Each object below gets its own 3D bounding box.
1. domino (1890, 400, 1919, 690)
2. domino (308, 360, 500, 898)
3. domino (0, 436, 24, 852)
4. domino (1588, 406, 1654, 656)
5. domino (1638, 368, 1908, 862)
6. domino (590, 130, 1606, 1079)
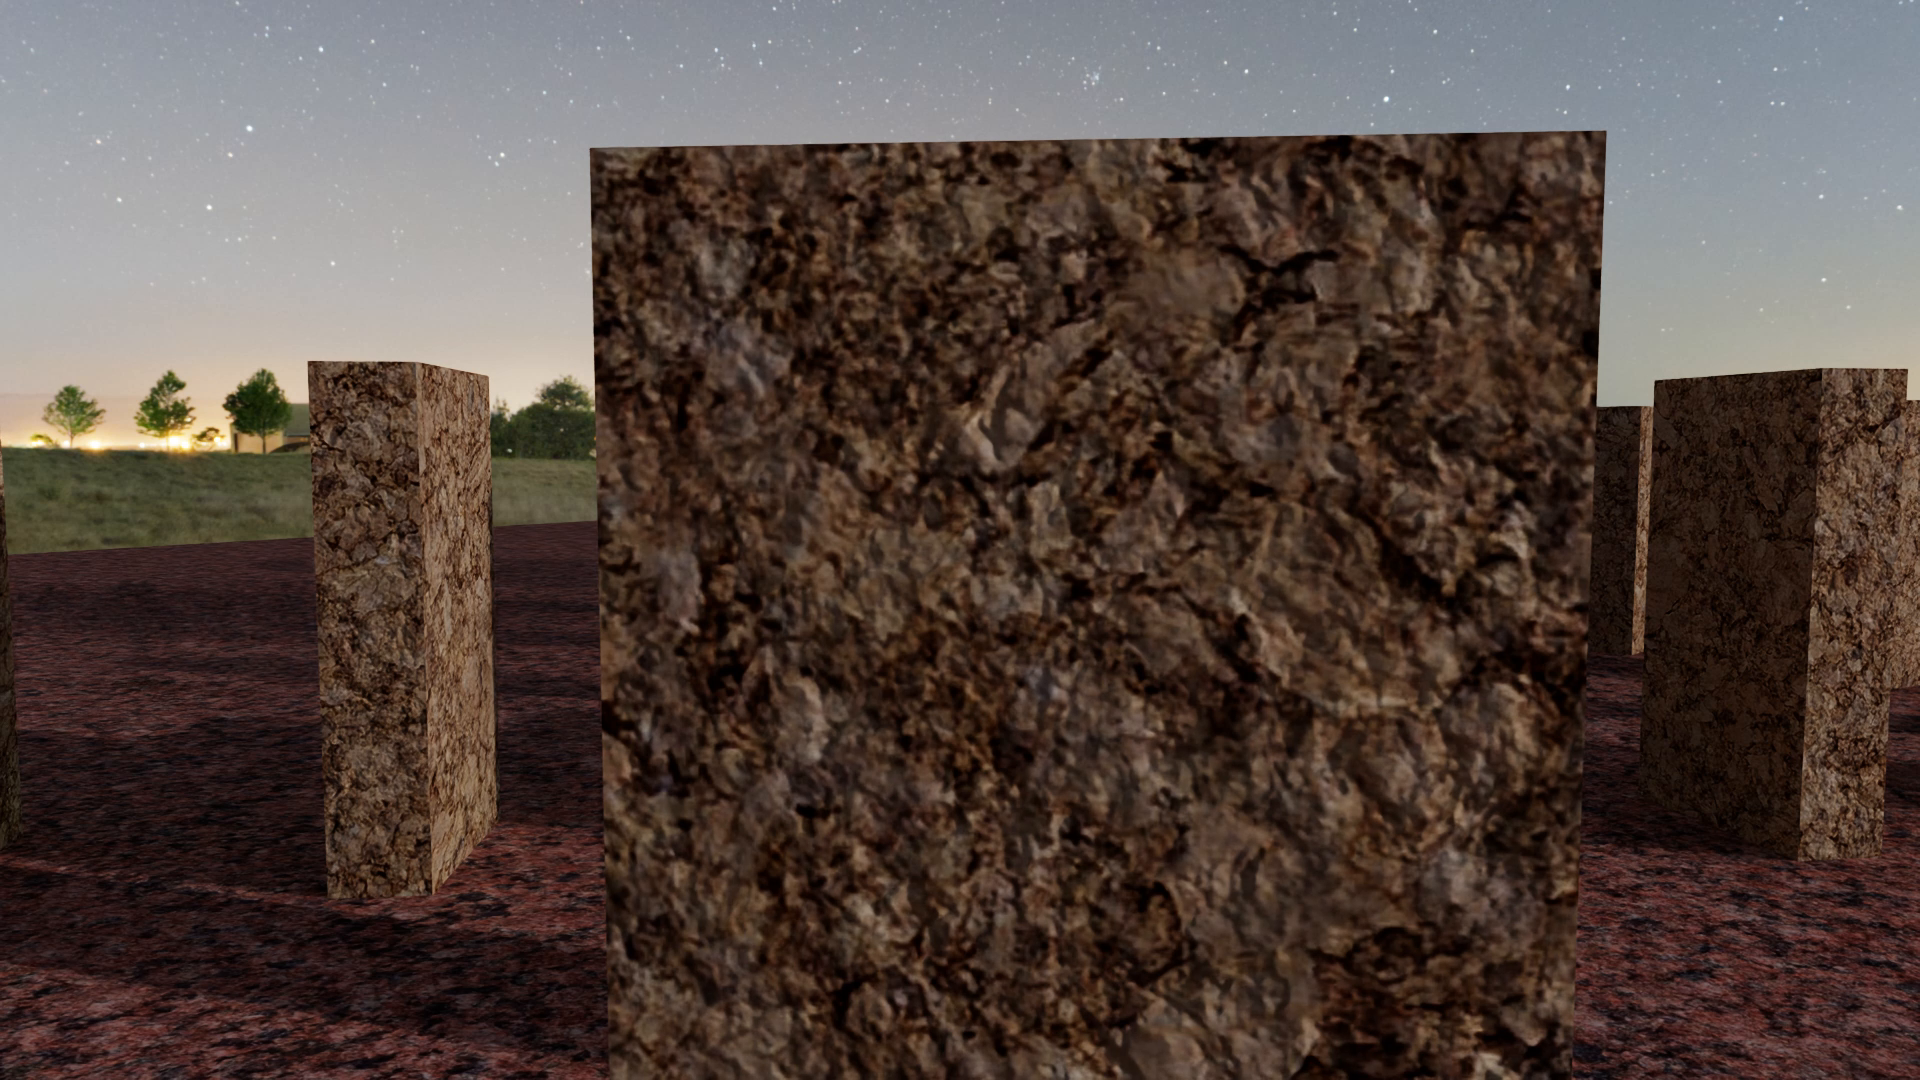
[{"bbox_3d":[0.168,0.000,0.229,0.025,0.050,0.009,-2,5,-24],"label":"domino"},{"bbox_3d":[-0.056,0.008,0.131,0.010,0.050,0.025,0,4,-6],"label":"domino"},{"bbox_3d":[-0.103,0.008,0.124,0.009,0.050,0.025,-1,4,-12],"label":"domino"},{"bbox_3d":[0.141,-0.003,0.268,0.025,0.050,0.010,-4,6,-44],"label":"domino"},{"bbox_3d":[0.089,0.007,0.142,0.010,0.050,0.025,-1,4,-7],"label":"domino"},{"bbox_3d":[0.003,0.015,0.038,0.025,0.050,0.010,0,4,4],"label":"domino"}]
